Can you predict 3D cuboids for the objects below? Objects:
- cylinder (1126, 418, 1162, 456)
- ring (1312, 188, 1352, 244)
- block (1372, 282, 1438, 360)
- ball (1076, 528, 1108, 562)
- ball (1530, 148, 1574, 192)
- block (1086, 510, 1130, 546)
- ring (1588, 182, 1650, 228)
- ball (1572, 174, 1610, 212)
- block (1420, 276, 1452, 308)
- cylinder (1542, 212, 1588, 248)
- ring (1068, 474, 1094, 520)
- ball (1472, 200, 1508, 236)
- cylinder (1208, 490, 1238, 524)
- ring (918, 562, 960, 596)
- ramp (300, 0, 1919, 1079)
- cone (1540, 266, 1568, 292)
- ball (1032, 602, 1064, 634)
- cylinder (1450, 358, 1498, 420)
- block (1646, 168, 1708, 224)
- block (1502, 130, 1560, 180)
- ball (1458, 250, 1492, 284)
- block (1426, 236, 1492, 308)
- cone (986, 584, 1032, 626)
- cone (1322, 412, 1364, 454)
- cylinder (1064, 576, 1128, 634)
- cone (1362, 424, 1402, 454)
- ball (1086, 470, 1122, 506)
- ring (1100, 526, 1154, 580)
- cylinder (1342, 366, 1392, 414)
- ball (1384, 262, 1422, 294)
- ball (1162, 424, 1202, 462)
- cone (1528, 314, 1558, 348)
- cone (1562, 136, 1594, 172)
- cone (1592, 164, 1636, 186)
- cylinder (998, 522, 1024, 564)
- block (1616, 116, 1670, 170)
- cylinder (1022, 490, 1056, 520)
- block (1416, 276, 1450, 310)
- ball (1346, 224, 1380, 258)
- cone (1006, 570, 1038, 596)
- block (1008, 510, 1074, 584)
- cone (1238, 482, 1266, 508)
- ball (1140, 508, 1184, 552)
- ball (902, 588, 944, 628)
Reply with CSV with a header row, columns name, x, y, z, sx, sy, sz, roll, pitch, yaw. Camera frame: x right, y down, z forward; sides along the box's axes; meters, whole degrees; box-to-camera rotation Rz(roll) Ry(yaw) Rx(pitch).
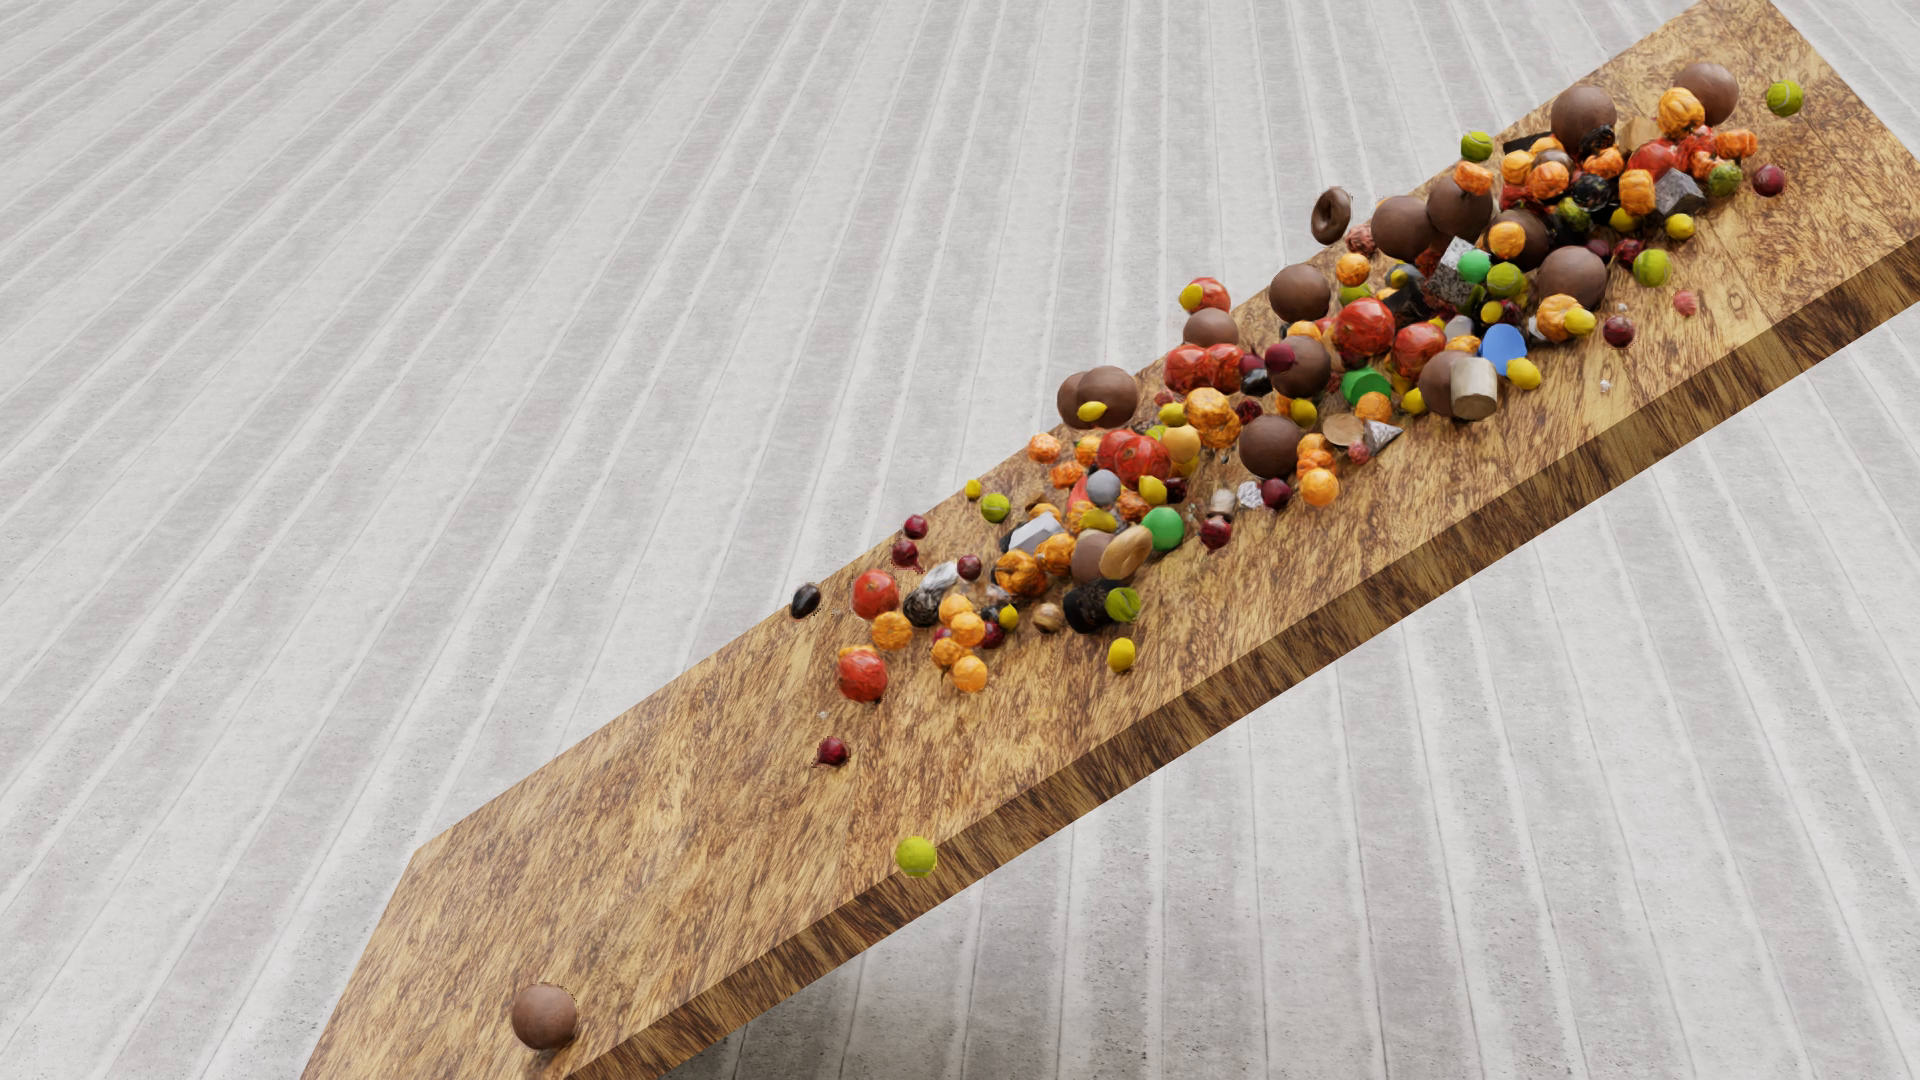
name,x,y,z,sx,sy,sz,roll,pitch,yaw
cylinder,0.407,-0.227,6.488,0.066,0.066,0.066,-26,0,0
ring,0.730,-0.637,5.788,0.038,0.115,0.115,12,16,-23
block,0.908,-0.446,5.993,0.092,0.092,0.092,-29,25,28
ball,0.269,0.010,5.989,0.068,0.068,0.068,0,22,0
ball,1.152,-0.720,5.724,0.084,0.084,0.084,0,22,0
block,0.308,-0.012,6.156,0.064,0.064,0.064,-28,18,31
ring,1.281,-0.654,5.734,0.125,0.125,0.042,5,61,13
ball,1.196,-0.658,5.577,0.072,0.072,0.072,0,22,0
block,0.971,-0.505,5.971,0.050,0.050,0.050,-1,26,32
cylinder,1.190,-0.609,5.786,0.067,0.067,0.067,-6,23,-9
ring,0.271,-0.093,6.461,0.037,0.110,0.110,24,17,-15
ball,1.127,-0.686,6.248,0.076,0.076,0.076,0,22,0
cylinder,0.521,-0.066,5.832,0.051,0.051,0.051,7,62,16
ring,-0.048,0.093,6.698,0.110,0.037,0.110,-36,16,12
ramp,0.133,0.176,6.313,4.000,0.100,2.000,-33,16,16
cone,1.164,-0.498,5.719,0.052,0.052,0.052,-17,37,-36
ball,0.178,0.159,5.954,0.063,0.063,0.063,0,22,0
cylinder,0.923,-0.272,5.283,0.081,0.081,0.081,2,58,4
block,1.359,-0.652,5.575,0.066,0.066,0.066,14,42,-43
block,1.201,-0.806,6.161,0.081,0.081,0.081,-16,4,-23
ball,0.991,-0.526,5.668,0.063,0.063,0.063,0,22,0
block,0.977,-0.525,5.758,0.083,0.083,0.083,29,54,6
cone,0.110,0.132,6.223,0.091,0.091,0.091,-4,20,15
cone,0.742,-0.191,5.708,0.080,0.080,0.080,-2,55,3
cylinder,0.268,0.128,5.789,0.092,0.092,0.092,-25,3,38
cone,0.819,-0.204,5.631,0.072,0.072,0.072,-33,30,-8
ball,0.294,-0.107,6.035,0.074,0.074,0.074,0,22,0
ring,0.319,0.025,5.640,0.126,0.126,0.042,-22,58,-43
cylinder,0.806,-0.298,5.834,0.082,0.082,0.082,-2,15,-6
ball,0.944,-0.548,6.250,0.082,0.082,0.082,0,22,0
ball,0.451,-0.198,6.001,0.081,0.081,0.081,0,22,0
cone,1.088,-0.381,5.550,0.063,0.063,0.063,8,57,-13
cone,1.322,-0.798,6.215,0.079,0.079,0.079,-6,41,-16
cone,1.318,-0.704,5.936,0.095,0.095,0.095,7,-1,17
cylinder,0.131,0.007,6.481,0.065,0.065,0.065,-38,13,19
block,1.329,-0.772,5.724,0.072,0.072,0.072,16,-12,-5
cylinder,0.179,-0.072,6.631,0.055,0.055,0.055,-35,16,11
block,0.976,-0.509,6.063,0.058,0.058,0.058,6,12,-10
ball,0.918,-0.683,6.708,0.075,0.075,0.075,0,22,0
cone,0.141,0.100,6.270,0.065,0.065,0.065,8,23,32
block,0.175,0.016,6.311,0.096,0.096,0.096,-32,16,19
cone,0.572,-0.079,5.835,0.056,0.056,0.056,3,-23,-8
ball,0.407,-0.022,5.916,0.089,0.089,0.089,0,22,0
ball,-0.082,0.150,6.509,0.089,0.089,0.089,0,22,0
